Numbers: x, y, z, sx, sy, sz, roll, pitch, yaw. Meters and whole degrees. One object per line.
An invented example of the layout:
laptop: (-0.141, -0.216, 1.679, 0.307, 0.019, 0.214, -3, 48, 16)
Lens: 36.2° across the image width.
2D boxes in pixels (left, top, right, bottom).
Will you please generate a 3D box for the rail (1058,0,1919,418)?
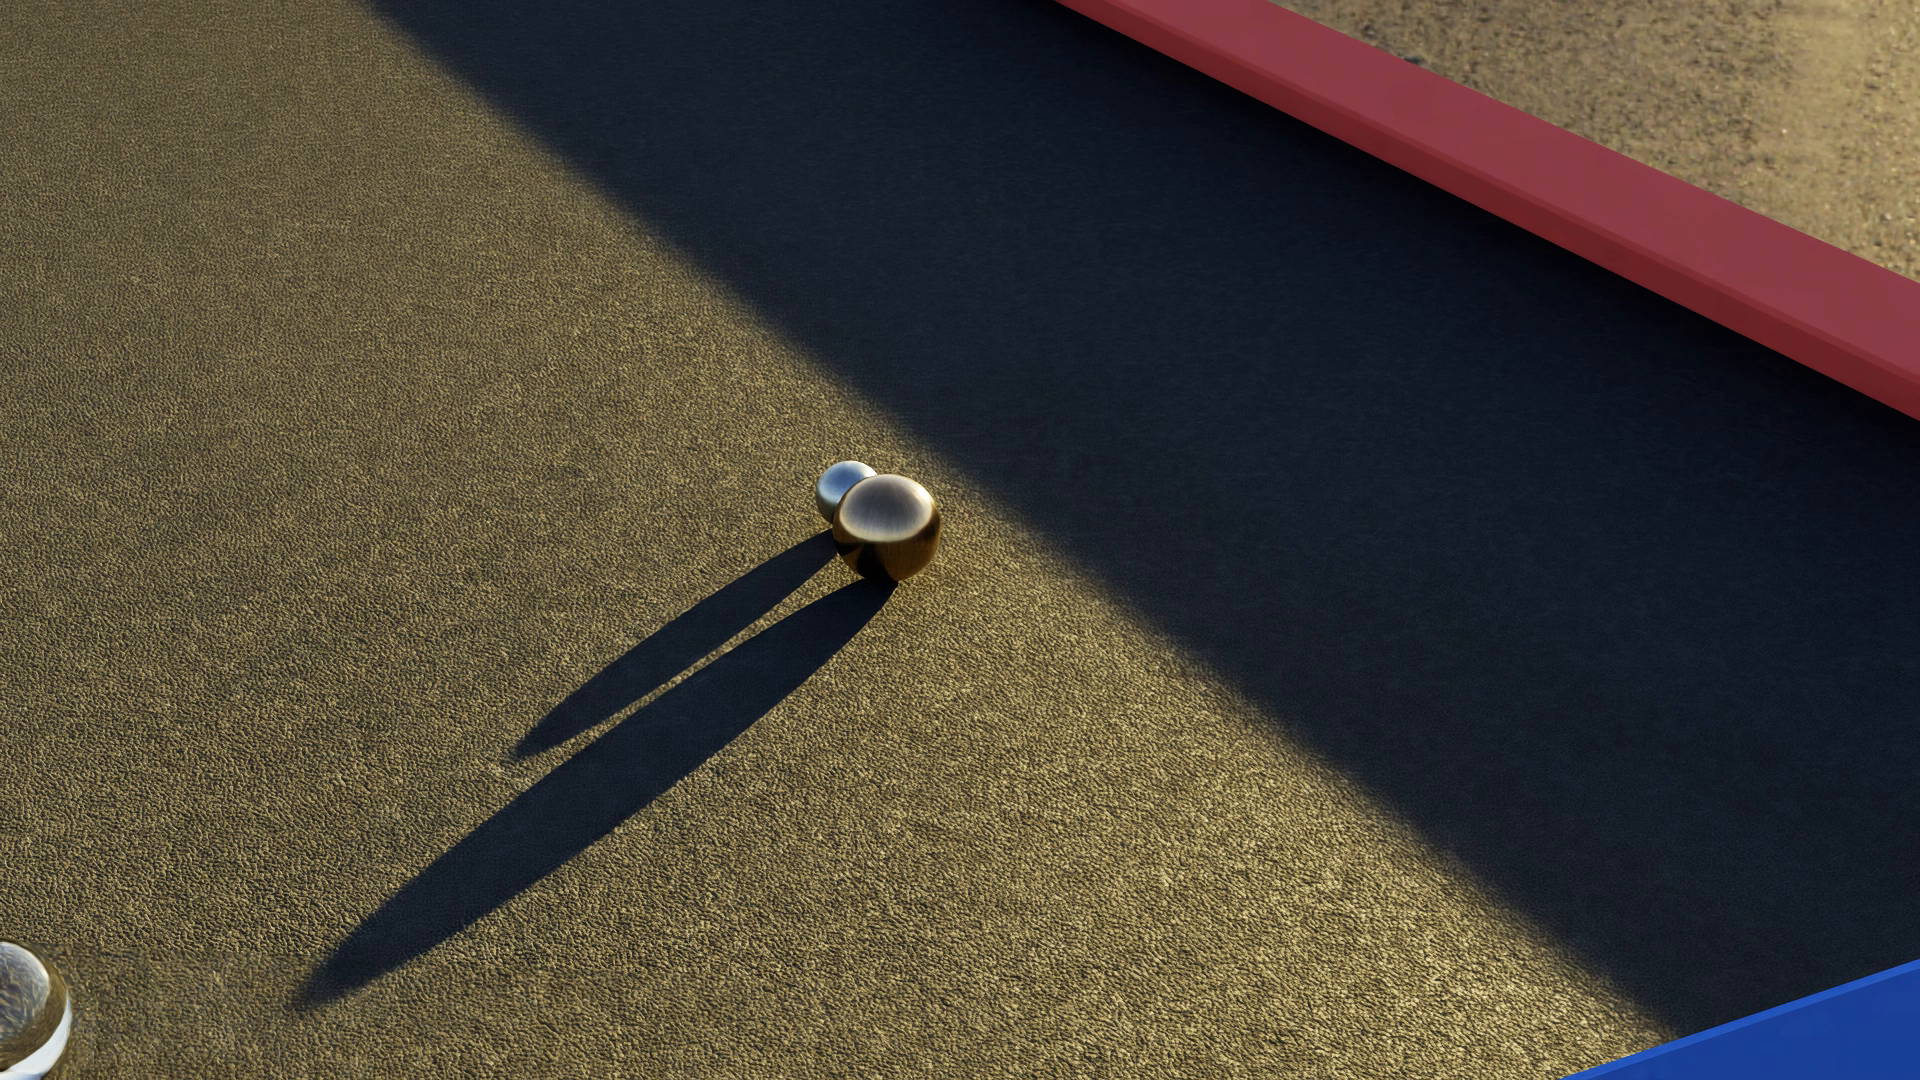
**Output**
rail: (0.341, -0.488, 3.068, 0.045, 0.109, 3.245, -12, 28, -24)

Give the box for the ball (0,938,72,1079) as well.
ball: (-0.508, 0.250, 1.537, 0.084, 0.084, 0.084, 0, 25, 0)

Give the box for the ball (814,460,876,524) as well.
ball: (-0.082, -0.033, 2.174, 0.051, 0.051, 0.051, 0, 25, 0)

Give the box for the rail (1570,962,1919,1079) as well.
rail: (0.357, 0.275, 1.453, 1.638, 0.109, 0.045, -12, 28, -24)

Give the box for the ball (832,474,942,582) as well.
ball: (-0.052, -0.009, 2.091, 0.078, 0.078, 0.078, 0, 25, 0)
